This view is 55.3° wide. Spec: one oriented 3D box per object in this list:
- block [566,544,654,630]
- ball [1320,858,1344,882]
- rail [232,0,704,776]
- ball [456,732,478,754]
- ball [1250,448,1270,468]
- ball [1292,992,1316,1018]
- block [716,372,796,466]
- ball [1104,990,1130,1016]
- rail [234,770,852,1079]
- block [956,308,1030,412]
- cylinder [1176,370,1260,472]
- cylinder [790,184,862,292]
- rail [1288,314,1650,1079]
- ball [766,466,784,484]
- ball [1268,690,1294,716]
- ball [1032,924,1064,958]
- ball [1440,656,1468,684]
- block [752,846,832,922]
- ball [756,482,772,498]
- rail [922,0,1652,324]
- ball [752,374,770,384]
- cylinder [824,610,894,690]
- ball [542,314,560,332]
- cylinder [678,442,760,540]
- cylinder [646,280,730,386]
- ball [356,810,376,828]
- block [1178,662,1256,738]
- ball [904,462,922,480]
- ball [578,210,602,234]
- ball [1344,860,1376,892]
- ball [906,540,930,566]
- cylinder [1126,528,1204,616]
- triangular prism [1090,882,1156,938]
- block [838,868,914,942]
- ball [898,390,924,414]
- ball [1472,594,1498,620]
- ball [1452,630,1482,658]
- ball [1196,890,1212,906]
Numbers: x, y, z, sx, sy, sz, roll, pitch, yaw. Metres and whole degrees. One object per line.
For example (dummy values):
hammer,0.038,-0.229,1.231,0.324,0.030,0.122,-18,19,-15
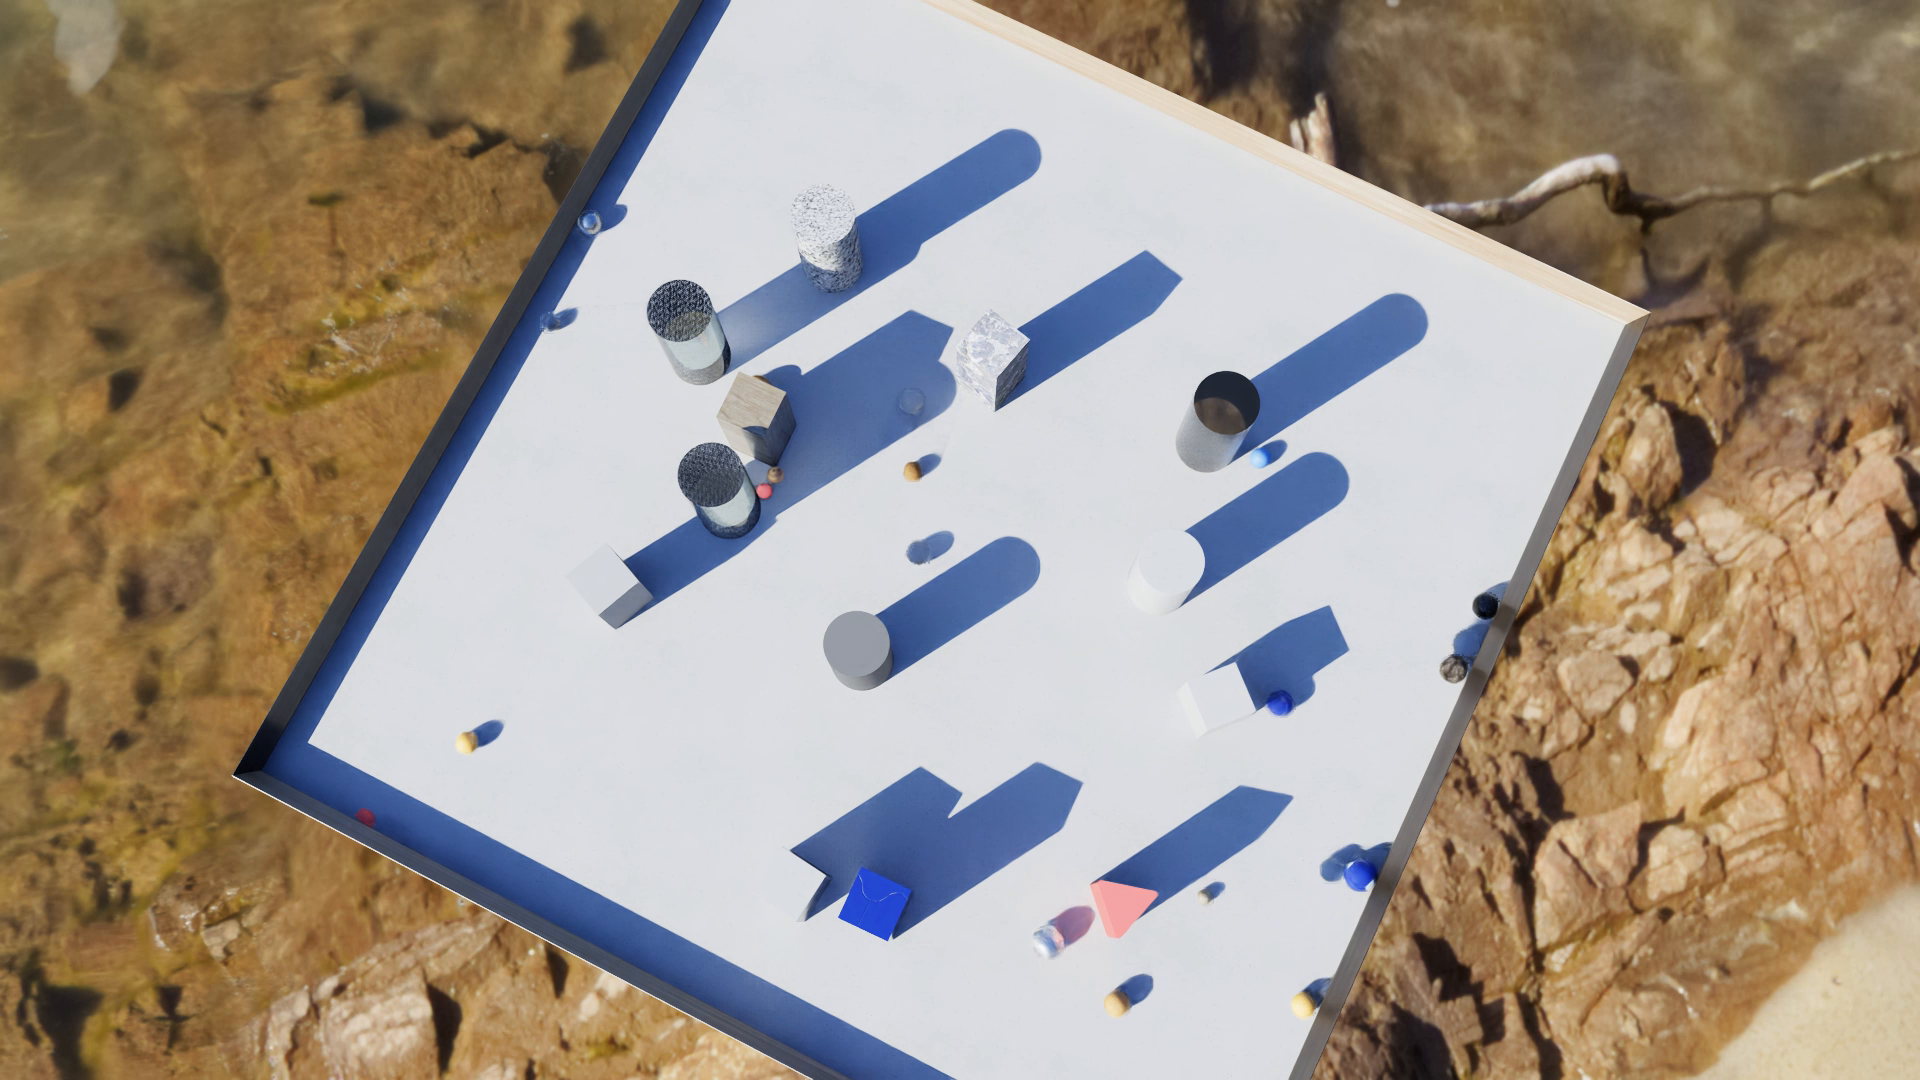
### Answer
block,-1.038,0.140,5.447,0.152,0.275,0.152,-40,81,-8
ball,1.091,0.970,5.379,0.072,0.072,0.072,0,78,0
rail,-1.396,-0.677,5.692,0.045,0.124,3.170,26,80,5
ball,-1.469,0.603,5.458,0.065,0.065,0.065,0,78,0
ball,0.922,-0.251,5.636,0.064,0.064,0.064,0,78,0
ball,0.994,1.344,5.302,0.071,0.071,0.071,0,78,0
block,-0.607,-0.358,5.506,0.152,0.362,0.152,24,79,5
ball,0.454,1.340,5.301,0.076,0.076,0.076,0,78,0
rail,-0.698,1.374,5.268,3.169,0.124,0.045,26,80,5
block,0.097,-0.539,5.538,0.152,0.371,0.152,39,81,7
cylinder,0.763,-0.346,5.456,0.190,0.454,0.190,0,78,0
cylinder,-0.403,-0.915,5.590,0.190,0.421,0.190,0,78,0
rail,1.396,0.690,5.410,0.045,0.124,3.170,26,80,5
ball,-0.567,-0.200,5.631,0.053,0.053,0.053,0,78,0
ball,0.957,0.488,5.476,0.078,0.078,0.078,0,78,0
ball,0.254,1.168,5.326,0.095,0.095,0.095,0,78,0
ball,1.479,0.389,5.495,0.081,0.081,0.081,0,78,0
block,-0.480,0.991,5.266,0.152,0.285,0.152,32,80,6
ball,-0.599,-0.151,5.623,0.049,0.049,0.049,0,78,0
rail,0.698,-1.361,5.834,3.169,0.124,0.045,26,80,5
ball,-0.626,-0.467,5.669,0.087,0.087,0.087,0,78,0
cylinder,-0.295,0.328,5.380,0.190,0.330,0.190,0,78,0
ball,-1.281,-0.679,5.729,0.055,0.055,0.055,0,78,0
cylinder,-0.707,-0.140,5.418,0.190,0.445,0.190,0,78,0
cylinder,-0.812,-0.619,5.520,0.190,0.440,0.190,0,78,0
ball,-1.756,0.825,5.417,0.056,0.056,0.056,0,78,0
block,0.753,0.475,5.394,0.152,0.243,0.152,-21,79,-4
ball,-0.145,-0.212,5.631,0.058,0.058,0.058,0,78,0
ball,-1.168,-1.002,5.786,0.075,0.075,0.075,0,78,0
ball,1.172,0.984,5.365,0.094,0.094,0.094,0,78,0
ball,-0.127,0.040,5.571,0.074,0.074,0.074,0,78,0
cylinder,0.603,0.098,5.406,0.190,0.372,0.190,0,78,0
triangular prism,0.438,1.026,5.235,0.143,0.331,0.165,41,81,8
block,-0.234,1.037,5.212,0.152,0.371,0.152,24,79,5
ball,-0.151,-0.427,5.665,0.078,0.078,0.078,0,78,0
ball,1.586,0.201,5.535,0.078,0.078,0.078,0,78,0
ball,1.524,0.312,5.509,0.084,0.084,0.084,0,78,0
ball,0.717,1.049,5.377,0.044,0.044,0.044,0,78,0
